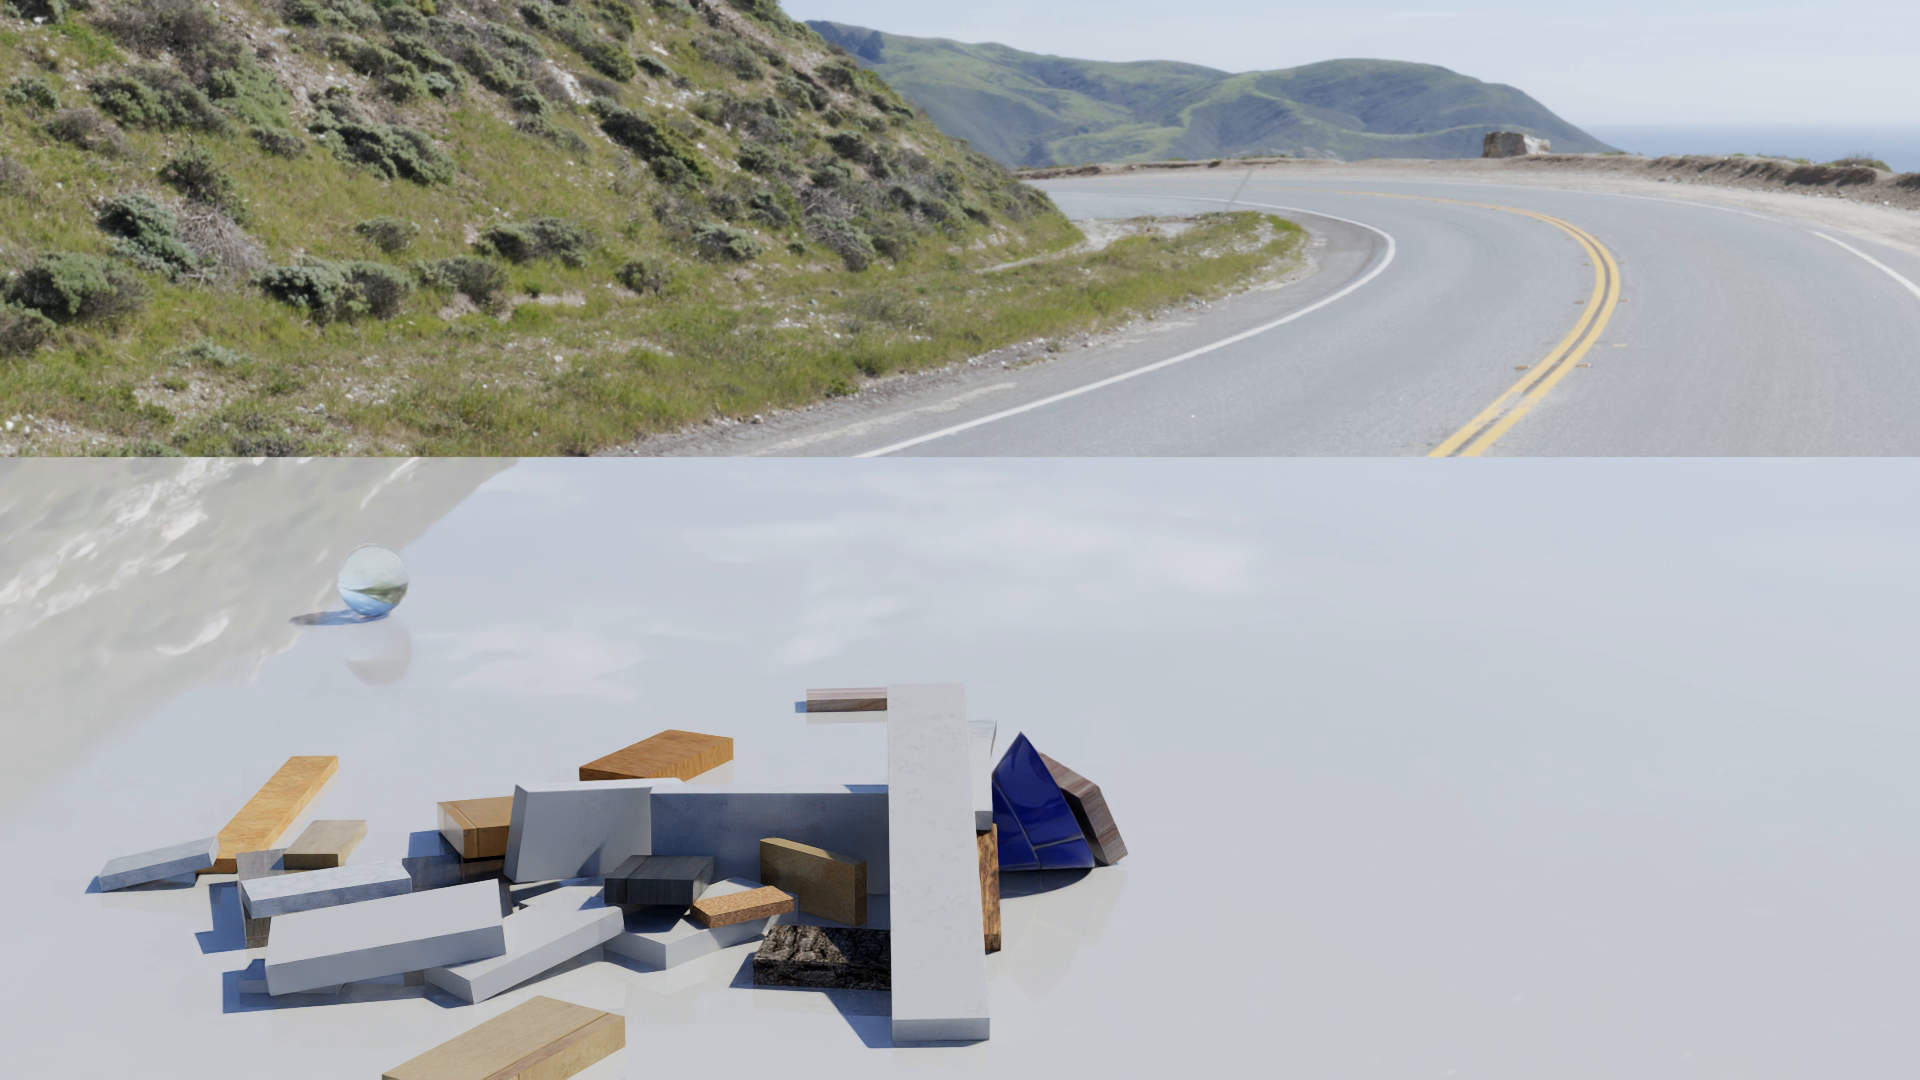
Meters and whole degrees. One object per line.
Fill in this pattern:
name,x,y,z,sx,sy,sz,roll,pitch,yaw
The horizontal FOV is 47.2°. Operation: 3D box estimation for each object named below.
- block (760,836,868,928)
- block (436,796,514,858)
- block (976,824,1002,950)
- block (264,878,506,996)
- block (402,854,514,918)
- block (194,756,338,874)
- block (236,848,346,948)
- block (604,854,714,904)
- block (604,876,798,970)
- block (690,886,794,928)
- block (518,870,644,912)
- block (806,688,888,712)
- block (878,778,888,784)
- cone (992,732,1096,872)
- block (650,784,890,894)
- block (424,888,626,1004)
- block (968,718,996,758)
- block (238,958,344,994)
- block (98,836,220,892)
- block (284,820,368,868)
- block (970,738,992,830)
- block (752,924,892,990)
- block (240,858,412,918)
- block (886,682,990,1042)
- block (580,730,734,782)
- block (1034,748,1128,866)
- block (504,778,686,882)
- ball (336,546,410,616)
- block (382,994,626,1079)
block,-0.239,0.555,3.577,0.206,0.103,0.029,8,13,37
block,-0.808,0.500,3.864,0.174,0.049,0.347,-3,2,-20
block,-0.001,0.551,3.505,0.125,0.035,0.250,0,35,-1
block,-0.859,0.593,3.299,0.339,0.048,0.170,-8,17,-12
block,-0.816,0.585,3.562,0.170,0.048,0.339,-3,11,-14
block,-1.277,0.501,4.079,0.091,0.026,0.632,0,11,-2
block,-1.089,0.578,3.601,0.170,0.048,0.339,-4,11,-20
block,-0.478,0.543,3.521,0.136,0.039,0.273,1,-1,0
block,-0.408,0.604,3.483,0.144,0.041,0.287,9,14,39
block,-0.343,0.577,3.460,0.146,0.021,0.073,-7,12,-32
block,-0.605,0.589,3.592,0.103,0.029,0.206,9,14,40
block,-0.243,0.353,4.871,0.194,0.027,0.097,-1,11,-5
block,-0.100,0.469,4.128,0.097,0.027,0.194,5,16,27
cone,0.051,0.509,3.777,0.266,0.266,0.266,-29,15,-6
block,-0.308,0.500,3.679,0.410,0.174,0.049,0,11,0
block,-0.661,0.612,3.333,0.273,0.039,0.136,-21,22,-41
block,0.012,0.435,4.427,0.097,0.027,0.482,1,11,4
block,-0.990,0.649,3.278,0.146,0.021,0.073,0,15,0
block,-1.357,0.549,3.731,0.182,0.026,0.091,-12,12,-8
block,-1.077,0.516,3.735,0.091,0.026,0.182,0,11,0
block,-0.011,0.406,3.688,0.125,0.035,0.250,0,23,0
block,-0.157,0.633,3.327,0.287,0.041,0.144,1,11,7
block,-1.011,0.556,3.511,0.247,0.029,0.103,-5,12,-26
block,-0.043,0.475,3.457,0.136,0.039,0.886,-1,28,-2
block,-0.597,0.441,4.351,0.154,0.044,0.309,5,12,26
block,0.191,0.469,3.917,0.041,0.144,0.287,-30,20,-16
block,-0.607,0.484,3.688,0.309,0.154,0.044,3,11,-39
ball,-1.539,0.107,5.766,0.185,0.185,0.185,0,11,0
block,-0.609,0.699,2.960,0.154,0.044,0.309,6,12,29
